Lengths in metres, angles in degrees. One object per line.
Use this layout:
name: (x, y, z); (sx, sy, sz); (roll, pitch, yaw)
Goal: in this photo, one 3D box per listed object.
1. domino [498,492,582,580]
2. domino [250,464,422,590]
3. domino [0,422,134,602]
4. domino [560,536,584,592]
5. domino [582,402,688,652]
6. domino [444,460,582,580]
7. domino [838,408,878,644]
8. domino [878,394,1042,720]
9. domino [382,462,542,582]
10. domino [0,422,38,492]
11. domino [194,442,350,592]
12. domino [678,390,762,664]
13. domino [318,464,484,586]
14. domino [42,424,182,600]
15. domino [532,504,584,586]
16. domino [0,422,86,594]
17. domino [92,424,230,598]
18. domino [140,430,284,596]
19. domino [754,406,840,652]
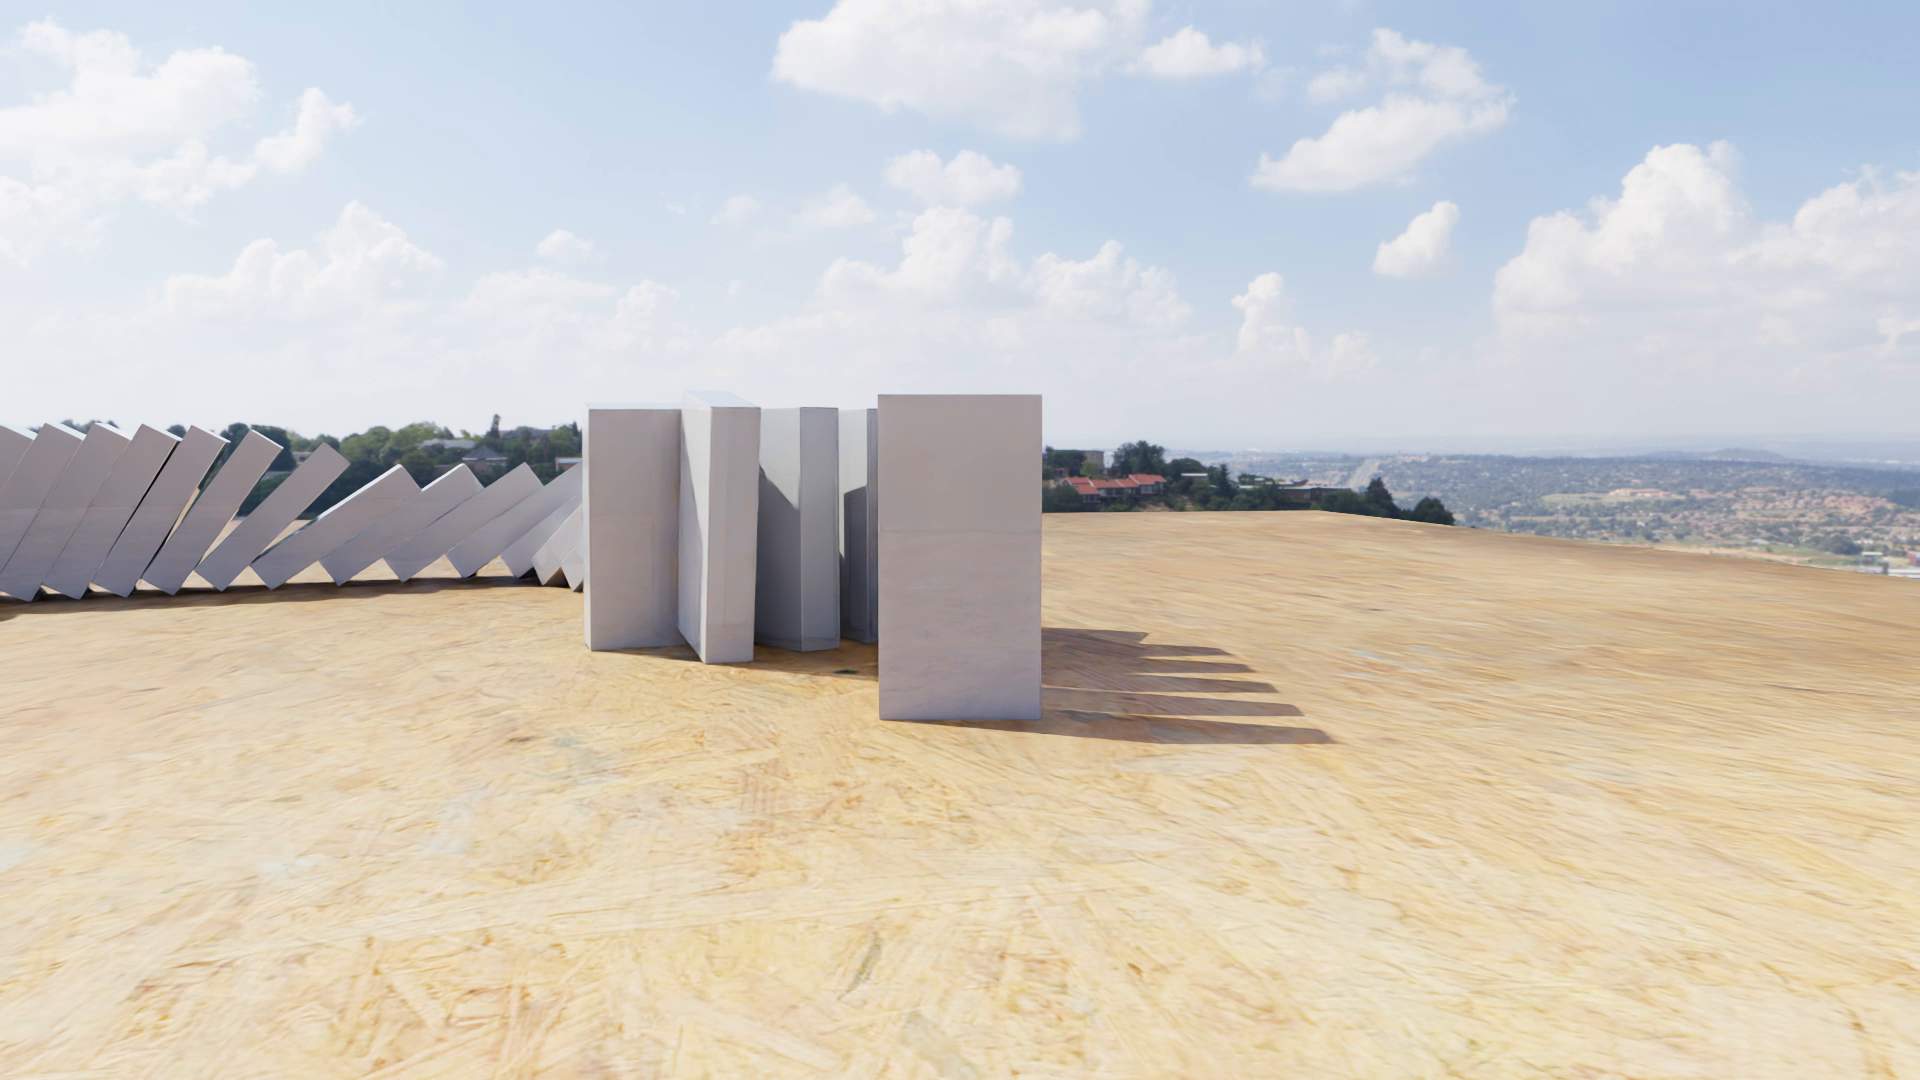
domino: (-0.117, -0.007, 0.401); (0.050, 0.009, 0.025); (-37, -1, 4)
domino: (-0.189, -0.005, 0.389); (0.050, 0.009, 0.025); (-39, 19, -19)
domino: (-0.247, -0.008, 0.357); (0.010, 0.050, 0.025); (31, -10, -25)
domino: (-0.090, -0.004, 0.366); (0.025, 0.009, 0.050); (-5, -31, -51)
domino: (-0.065, -0.003, 0.267); (0.025, 0.050, 0.010); (-3, 14, -23)
domino: (-0.136, -0.007, 0.405); (0.050, 0.009, 0.025); (-37, 9, -10)
domino: (-0.023, -0.004, 0.285); (0.009, 0.050, 0.025); (-3, 5, -36)
domino: (0.000, 0.002, 0.201); (0.025, 0.050, 0.010); (0, 4, 0)
domino: (-0.155, -0.006, 0.402); (0.050, 0.009, 0.025); (-37, 13, -14)
domino: (-0.267, -0.008, 0.347); (0.009, 0.050, 0.025); (31, -10, -25)
domino: (-0.203, -0.008, 0.381); (0.009, 0.050, 0.025); (46, -17, -22)
domino: (-0.048, -0.003, 0.255); (0.010, 0.050, 0.025); (-2, 14, -24)
domino: (-0.172, -0.005, 0.396); (0.050, 0.010, 0.025); (-38, 17, -18)
domino: (-0.238, -0.009, 0.362); (0.009, 0.050, 0.025); (31, -10, -25)
domino: (-0.103, -0.004, 0.381); (0.050, 0.010, 0.025); (-39, -20, 33)
domino: (-0.257, -0.008, 0.352); (0.010, 0.050, 0.025); (31, -10, -25)
domino: (-0.228, -0.009, 0.367); (0.010, 0.050, 0.025); (32, -10, -25)
domino: (-0.217, -0.009, 0.373); (0.009, 0.050, 0.025); (36, -12, -24)
domino: (-0.037, -0.003, 0.272); (0.009, 0.050, 0.025); (-4, 6, -41)
